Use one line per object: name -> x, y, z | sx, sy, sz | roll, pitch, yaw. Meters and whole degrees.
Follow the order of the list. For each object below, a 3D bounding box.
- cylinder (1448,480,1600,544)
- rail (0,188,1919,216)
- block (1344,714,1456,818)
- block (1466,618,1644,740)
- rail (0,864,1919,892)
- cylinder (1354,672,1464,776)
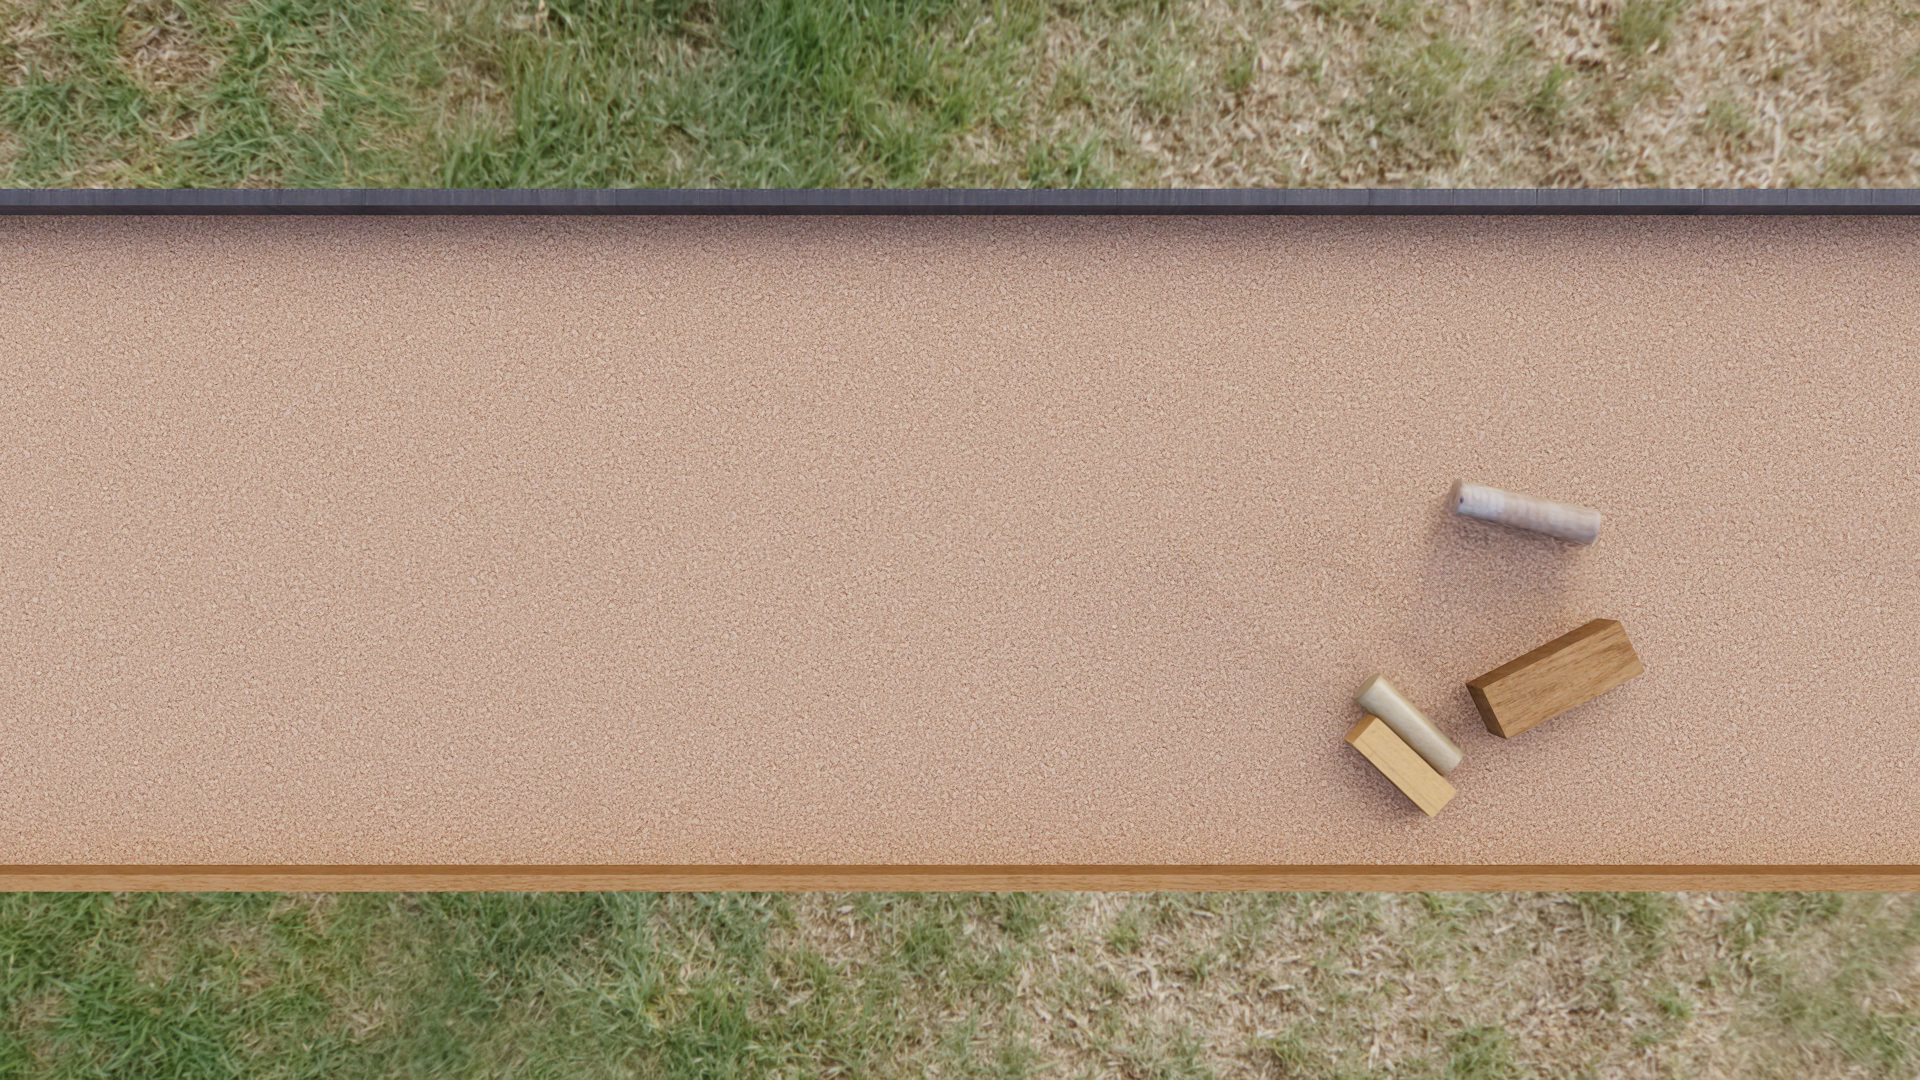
cylinder -> 1.718, -0.084, 5.025 | 0.434, 0.102, 0.102 | 13, 90, 0
rail -> -2.247, -1.025, 5.002 | 12.000, 0.150, 0.050 | 0, 90, 0
block -> 1.339, 0.686, 5.021 | 0.330, 0.110, 0.110 | 43, 90, 0
block -> 1.796, 0.417, 4.992 | 0.457, 0.170, 0.170 | -26, 90, 0
rail -> -2.247, 1.025, 5.001 | 12.000, 0.150, 0.050 | 0, 90, 0
cylinder -> 1.366, 0.562, 5.023 | 0.350, 0.108, 0.108 | 43, 90, 0
